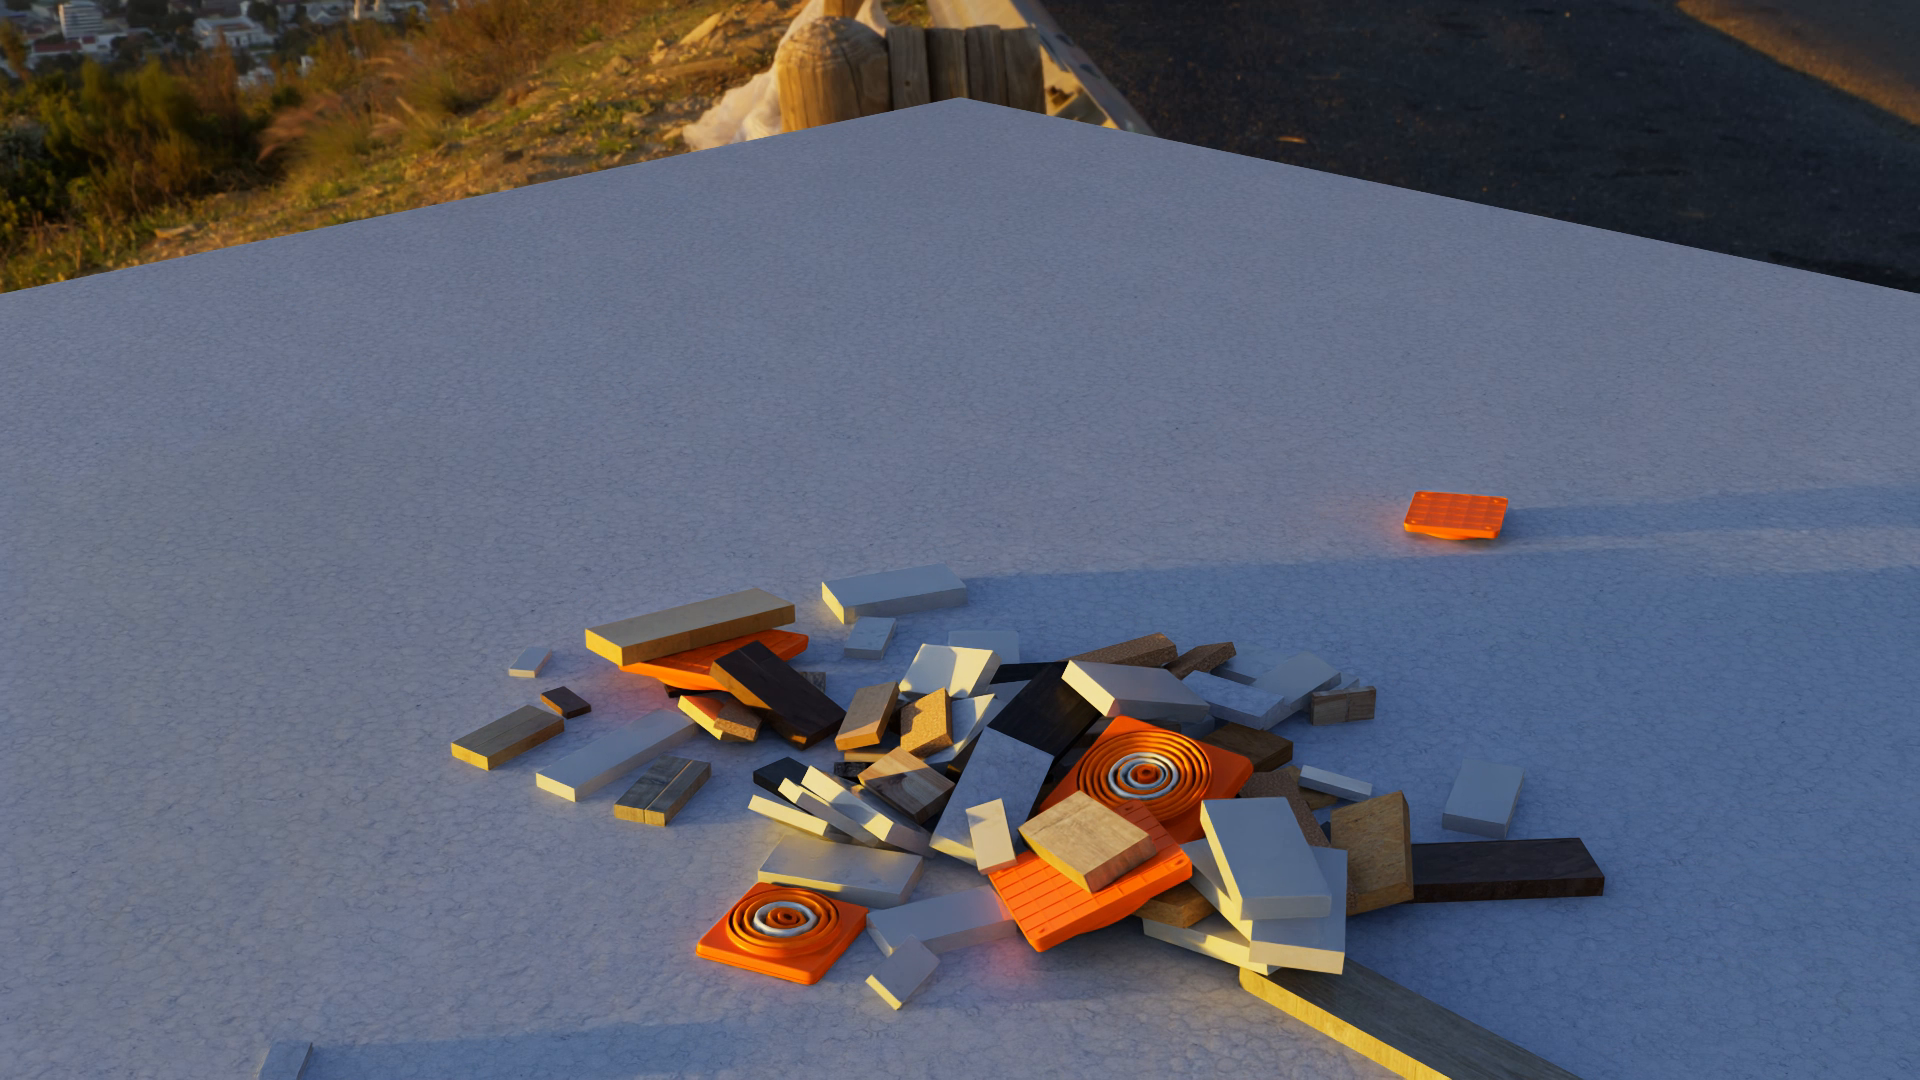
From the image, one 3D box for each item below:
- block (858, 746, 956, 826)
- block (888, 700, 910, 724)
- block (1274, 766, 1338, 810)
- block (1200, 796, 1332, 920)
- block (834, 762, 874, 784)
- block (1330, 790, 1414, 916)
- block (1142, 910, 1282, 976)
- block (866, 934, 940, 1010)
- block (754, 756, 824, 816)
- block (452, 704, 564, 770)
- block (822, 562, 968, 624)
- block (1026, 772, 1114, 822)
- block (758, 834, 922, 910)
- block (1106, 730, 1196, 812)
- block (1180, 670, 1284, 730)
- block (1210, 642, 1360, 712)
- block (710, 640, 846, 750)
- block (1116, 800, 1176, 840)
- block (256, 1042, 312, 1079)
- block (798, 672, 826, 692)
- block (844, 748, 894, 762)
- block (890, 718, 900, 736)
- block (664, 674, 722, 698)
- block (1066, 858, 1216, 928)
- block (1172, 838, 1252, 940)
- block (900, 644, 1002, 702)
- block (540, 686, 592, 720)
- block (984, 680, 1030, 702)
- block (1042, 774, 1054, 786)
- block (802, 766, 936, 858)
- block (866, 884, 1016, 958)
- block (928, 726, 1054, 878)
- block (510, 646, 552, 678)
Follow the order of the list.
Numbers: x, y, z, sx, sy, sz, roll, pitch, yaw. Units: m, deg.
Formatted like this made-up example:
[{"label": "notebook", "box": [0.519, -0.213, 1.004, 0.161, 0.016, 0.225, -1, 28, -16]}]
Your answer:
[{"label": "block", "box": [-0.105, 0.496, 4.451, 0.108, 0.030, 0.215, -34, 33, -21]}, {"label": "block", "box": [-0.173, 0.369, 4.814, 0.066, 0.019, 0.131, -34, 25, -35]}, {"label": "block", "box": [0.703, 0.511, 4.530, 0.072, 0.020, 0.143, -13, 26, -28]}, {"label": "block", "box": [0.537, 0.561, 3.893, 0.157, 0.044, 0.314, -1, 26, -7]}, {"label": "block", "box": [-0.199, 0.487, 4.591, 0.128, 0.018, 0.064, -1, 23, -2]}, {"label": "block", "box": [0.783, 0.597, 4.192, 0.146, 0.041, 0.292, -19, 24, 19]}, {"label": "block", "box": [0.490, 0.702, 3.979, 0.149, 0.042, 0.298, -20, 19, -38]}, {"label": "block", "box": [-0.099, 0.763, 3.889, 0.073, 0.021, 0.146, 43, 35, 7]}, {"label": "block", "box": [-0.331, 0.506, 4.534, 0.094, 0.027, 0.187, -20, 30, -39]}, {"label": "block", "box": [-0.970, 0.423, 4.724, 0.110, 0.031, 0.221, 16, 28, 33]}, {"label": "block", "box": [-0.160, 0.130, 5.397, 0.319, 0.045, 0.160, -9, 25, -20]}, {"label": "block", "box": [0.197, 0.533, 4.467, 0.208, 0.029, 0.104, -16, 28, -33]}, {"label": "block", "box": [-0.228, 0.636, 4.209, 0.283, 0.040, 0.142, 7, 24, 15]}, {"label": "block", "box": [0.390, 0.472, 4.515, 0.208, 0.104, 0.029, 19, 30, 38]}, {"label": "block", "box": [0.581, 0.347, 4.789, 0.223, 0.032, 0.112, 16, 29, 32]}, {"label": "block", "box": [0.733, 0.314, 4.967, 0.299, 0.042, 0.149, 17, 28, 34]}, {"label": "block", "box": [-0.394, 0.336, 4.786, 0.283, 0.040, 0.142, 37, 36, 22]}, {"label": "block", "box": [0.321, 0.584, 4.346, 0.104, 0.029, 0.208, 22, 32, 39]}, {"label": "block", "box": [-1.127, 0.882, 3.659, 0.066, 0.019, 0.131, 0, 23, -1]}, {"label": "block", "box": [-0.349, 0.345, 4.915, 0.089, 0.025, 0.177, 0, 23, 1]}, {"label": "block", "box": [-0.175, 0.454, 4.639, 0.128, 0.018, 0.064, 1, 6, 8]}, {"label": "block", "box": [-0.049, 0.416, 4.745, 0.098, 0.028, 0.195, -21, 31, -40]}, {"label": "block", "box": [-0.604, 0.329, 4.964, 0.119, 0.017, 0.059, -7, 24, -17]}, {"label": "block", "box": [0.355, 0.647, 4.095, 0.149, 0.042, 0.298, -20, 17, -39]}, {"label": "block", "box": [0.526, 0.628, 3.955, 0.149, 0.042, 0.298, -11, 28, -25]}, {"label": "block", "box": [-0.024, 0.297, 4.841, 0.247, 0.035, 0.123, 2, 56, 51]}, {"label": "block", "box": [-0.876, 0.361, 4.888, 0.059, 0.017, 0.119, -17, 29, -35]}, {"label": "block", "box": [0.167, 0.362, 4.780, 0.229, 0.032, 0.114, -6, 63, -11]}, {"label": "block", "box": [0.126, 0.489, 4.565, 0.122, 0.017, 0.061, 10, 7, 22]}, {"label": "block", "box": [-0.177, 0.537, 4.349, 0.142, 0.040, 0.283, 28, 0, -43]}, {"label": "block", "box": [-0.034, 0.707, 4.049, 0.248, 0.035, 0.124, -10, 25, -22]}, {"label": "block", "box": [0.065, 0.512, 4.330, 0.152, 0.043, 0.304, 23, 44, 5]}, {"label": "block", "box": [-0.990, 0.282, 5.075, 0.059, 0.017, 0.119, 4, 23, 9]}]
